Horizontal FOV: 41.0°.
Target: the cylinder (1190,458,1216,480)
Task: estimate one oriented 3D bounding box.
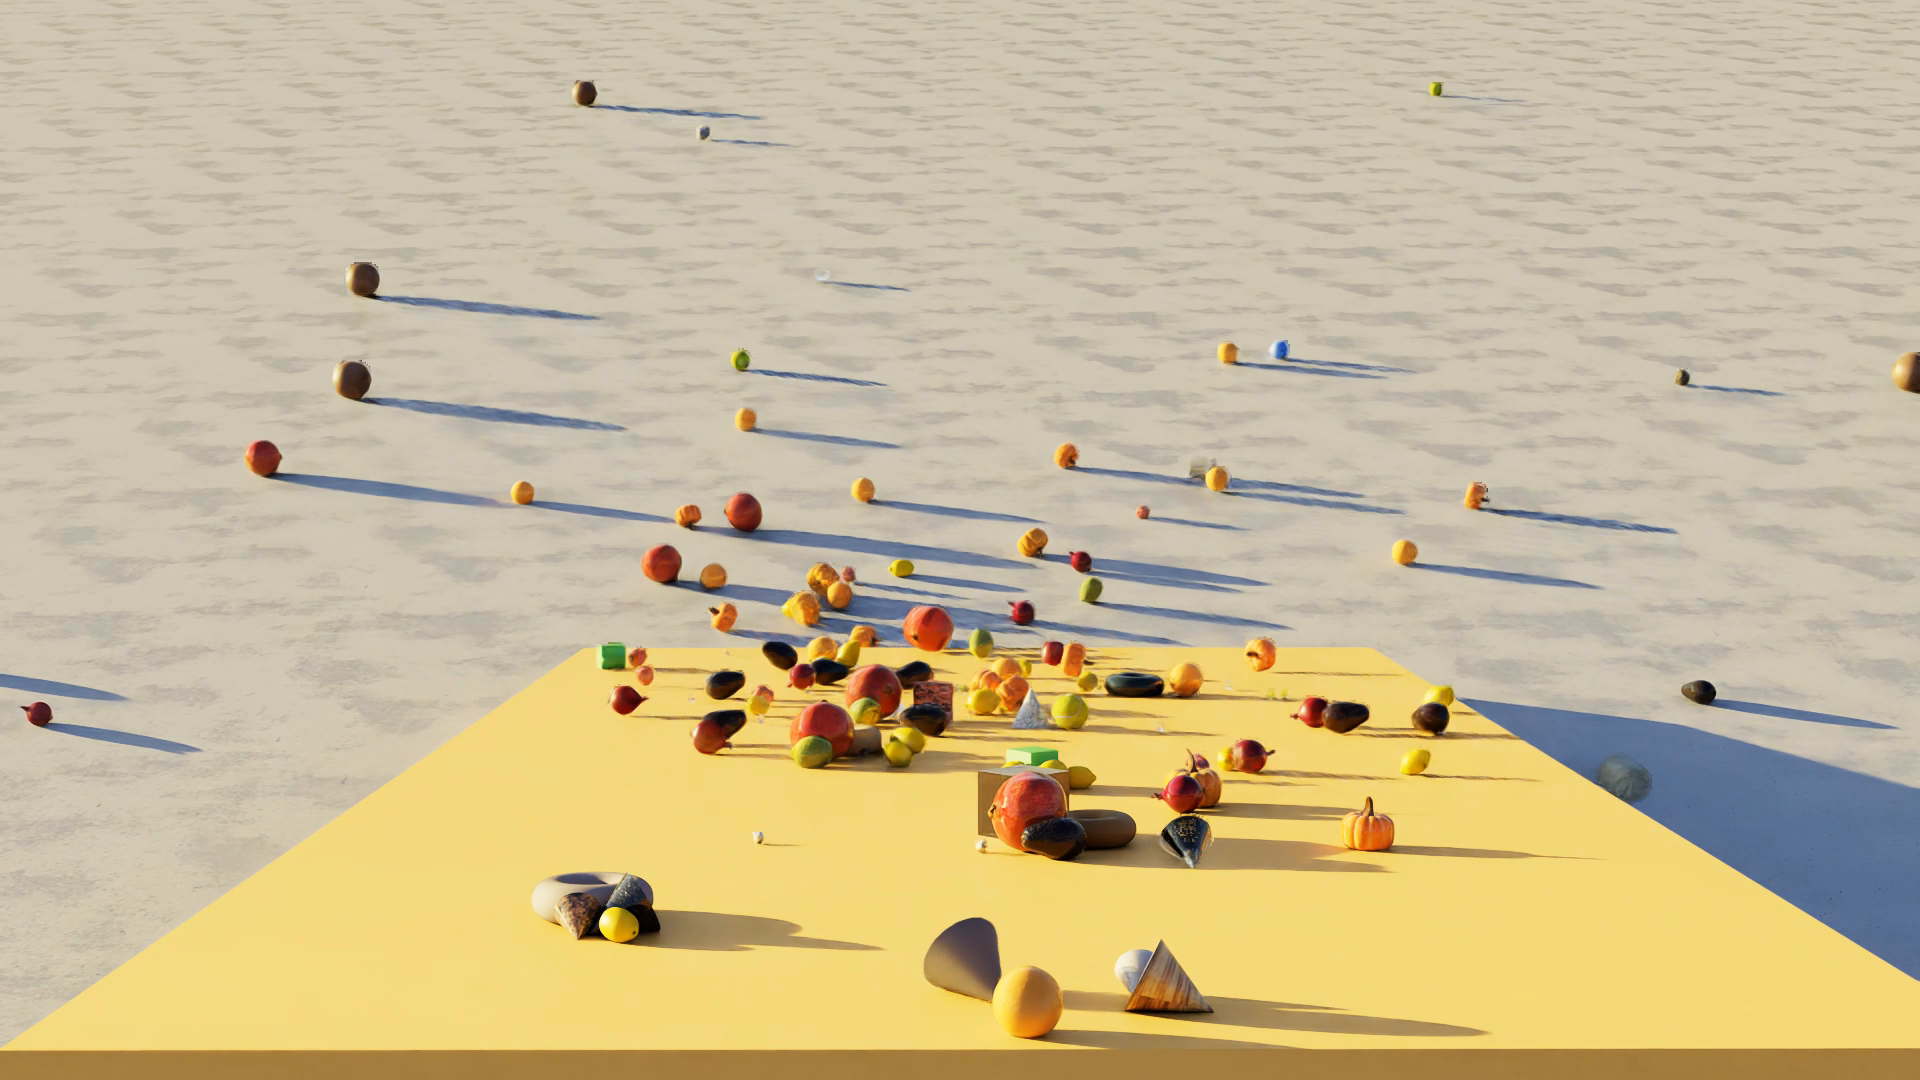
[{"bbox_3d":[0.756,-0.224,8.017,0.063,0.063,0.063,10,23,24],"label":"cylinder"}]

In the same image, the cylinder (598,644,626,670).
[{"bbox_3d":[-0.817,0.274,6.025,0.057,0.057,0.057,-2,20,-21],"label":"cylinder"}]

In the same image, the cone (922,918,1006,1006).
[{"bbox_3d":[0.024,0.469,2.744,0.093,0.093,0.093,-12,36,-29],"label":"cone"}]

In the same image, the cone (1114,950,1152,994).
[{"bbox_3d":[0.193,0.477,2.740,0.057,0.057,0.057,2,30,5],"label":"cone"}]

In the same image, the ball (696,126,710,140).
[{"bbox_3d":[-1.275,-2.023,12.755,0.067,0.067,0.067,0,21,0],"label":"ball"}]

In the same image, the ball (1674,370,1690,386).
[{"bbox_3d":[2.510,-0.564,8.930,0.052,0.052,0.052,0,21,0],"label":"ball"}]

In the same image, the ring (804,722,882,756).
[{"bbox_3d":[-0.210,0.359,4.626,0.143,0.048,0.143,1,3,0],"label":"ring"}]

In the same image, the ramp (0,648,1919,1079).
[{"bbox_3d":[0.048,0.438,4.532,2.000,0.100,4.000,0,3,0],"label":"ramp"}]

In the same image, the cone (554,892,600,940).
[{"bbox_3d":[-0.455,0.459,3.060,0.056,0.056,0.056,-3,30,-7],"label":"cone"}]

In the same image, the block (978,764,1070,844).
[{"bbox_3d":[0.093,0.385,3.755,0.095,0.095,0.095,-3,5,-45],"label":"block"}]

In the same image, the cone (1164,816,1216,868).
[{"bbox_3d":[0.316,0.429,3.527,0.072,0.072,0.072,2,41,4],"label":"cone"}]

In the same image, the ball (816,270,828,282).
[{"bbox_3d":[-0.551,-1.051,10.217,0.050,0.050,0.050,0,21,0],"label":"ball"}]

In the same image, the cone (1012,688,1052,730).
[{"bbox_3d":[0.138,0.323,4.979,0.078,0.078,0.078,0,3,0],"label":"cone"}]

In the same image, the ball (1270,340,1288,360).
[{"bbox_3d":[1.146,-0.682,9.224,0.065,0.065,0.065,0,21,0],"label":"ball"}]

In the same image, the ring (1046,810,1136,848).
[{"bbox_3d":[0.189,0.415,3.688,0.130,0.043,0.130,-1,3,0],"label":"ring"}]

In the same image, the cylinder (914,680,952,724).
[{"bbox_3d":[-0.053,0.319,5.055,0.077,0.077,0.077,0,3,0],"label":"cylinder"}]

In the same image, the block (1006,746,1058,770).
[{"bbox_3d":[0.119,0.375,4.227,0.061,0.061,0.061,-3,4,-40],"label":"block"}]

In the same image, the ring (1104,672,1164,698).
[{"bbox_3d":[0.374,0.311,5.505,0.131,0.044,0.131,1,3,0],"label":"ring"}]

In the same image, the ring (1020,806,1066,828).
[{"bbox_3d":[0.126,0.415,3.843,0.075,0.025,0.075,-1,4,0],"label":"ring"}]

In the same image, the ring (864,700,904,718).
[{"bbox_3d":[-0.153,0.338,5.159,0.083,0.028,0.083,1,3,0],"label":"ring"}]

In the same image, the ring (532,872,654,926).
[{"bbox_3d":[-0.452,0.441,3.164,0.150,0.050,0.150,1,2,0],"label":"ring"}]

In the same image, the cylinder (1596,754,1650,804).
[{"bbox_3d":[1.533,0.551,5.938,0.086,0.086,0.086,-6,21,-16],"label":"cylinder"}]
